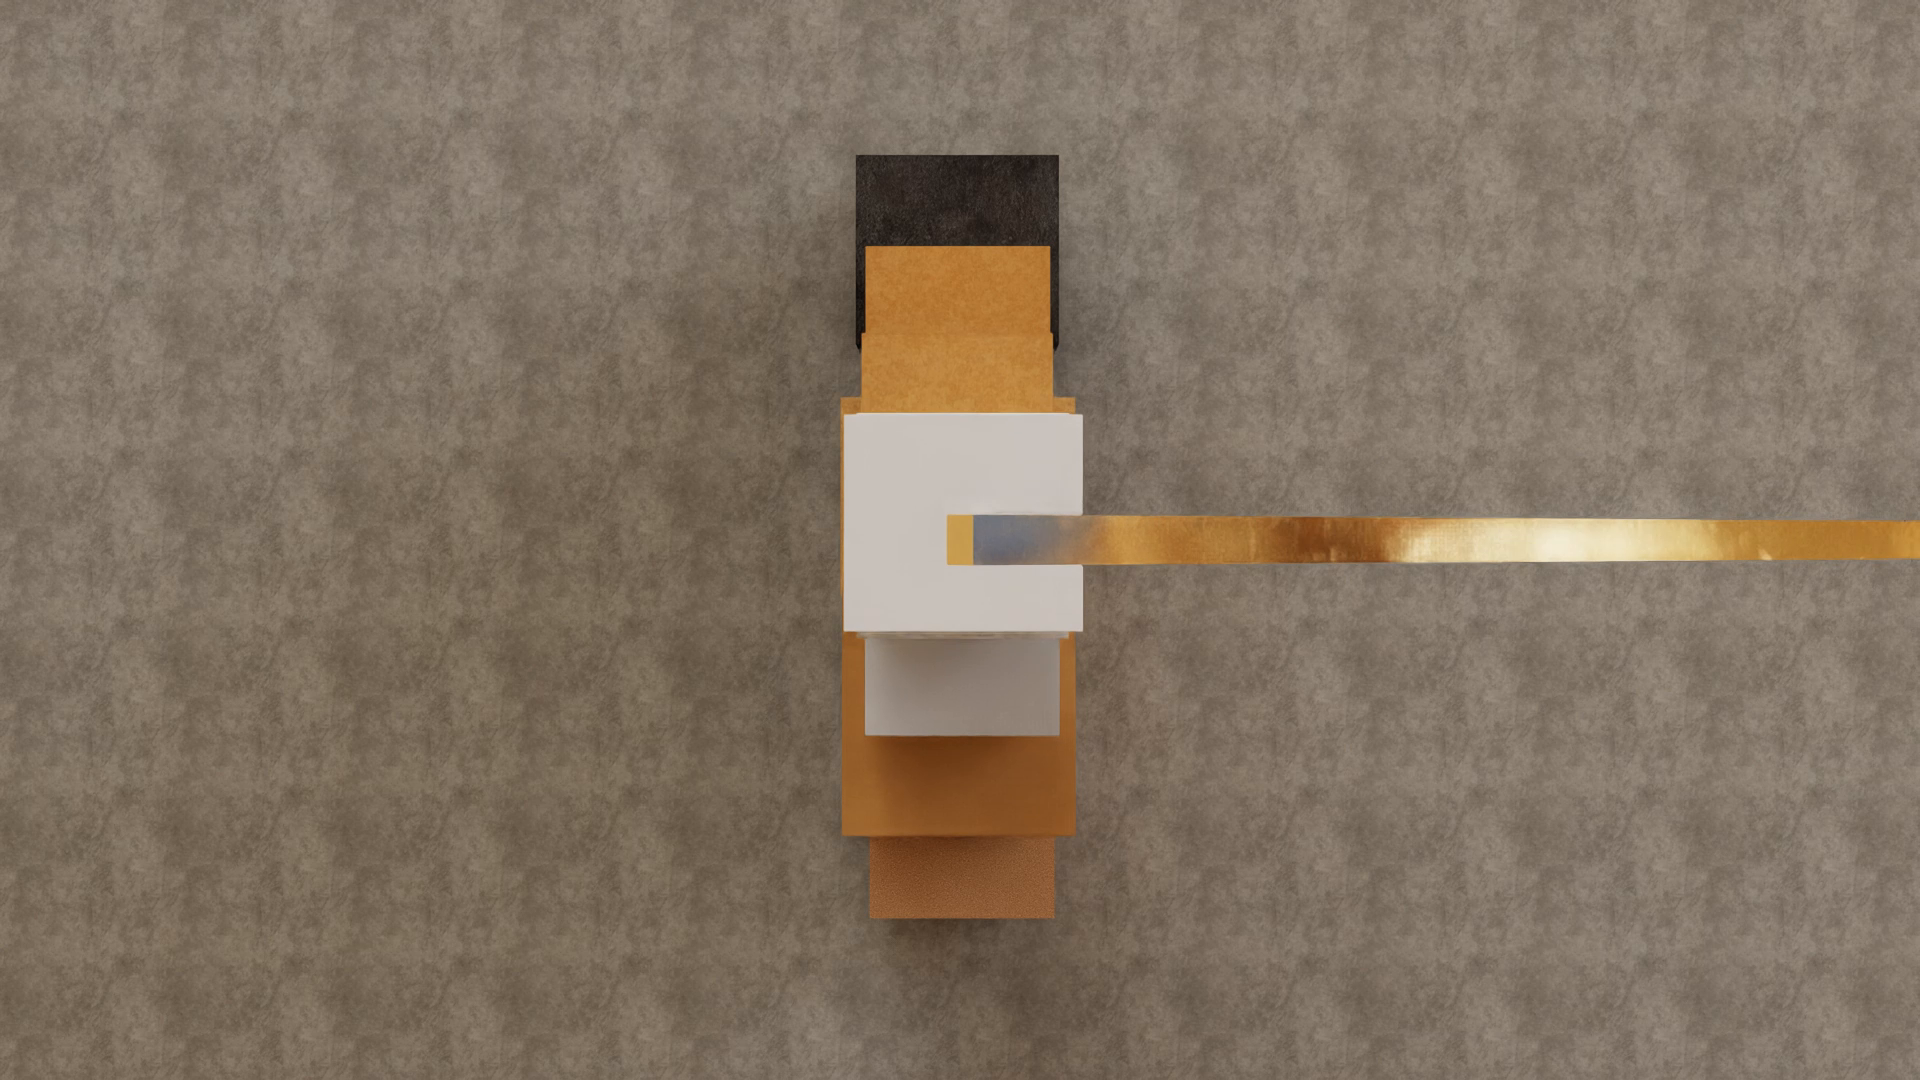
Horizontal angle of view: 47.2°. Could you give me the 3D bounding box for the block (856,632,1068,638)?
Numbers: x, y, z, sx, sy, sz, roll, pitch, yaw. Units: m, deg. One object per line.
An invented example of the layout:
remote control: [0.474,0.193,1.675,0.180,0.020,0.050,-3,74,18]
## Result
block: [0.010,-0.049,8.157,0.752,0.691,0.798,0,90,0]

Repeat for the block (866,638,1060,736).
block: [0.011,0.361,10.380,0.873,1.002,1.053,0,89,0]

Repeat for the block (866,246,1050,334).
block: [-0.011,-1.095,11.473,0.931,0.769,0.772,0,90,0]

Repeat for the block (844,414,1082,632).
block: [0.011,-0.053,7.481,0.776,0.661,0.706,0,90,0]

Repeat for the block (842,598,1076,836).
block: [-0.006,0.882,11.469,1.155,1.193,1.178,0,89,0]

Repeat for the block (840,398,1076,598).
block: [-0.010,-0.208,11.492,1.165,1.133,0.992,0,90,0]

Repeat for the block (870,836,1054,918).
block: [0.011,1.547,12.532,1.014,0.936,1.057,0,90,0]

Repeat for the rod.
rod: [2.212,0.000,4.848,5.200,0.080,0.080,0,90,-32]

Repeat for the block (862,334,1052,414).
block: [-0.013,-0.549,10.464,0.871,0.925,0.768,0,89,0]

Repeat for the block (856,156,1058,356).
block: [-0.014,-1.566,12.429,1.096,1.143,1.020,0,90,0]
